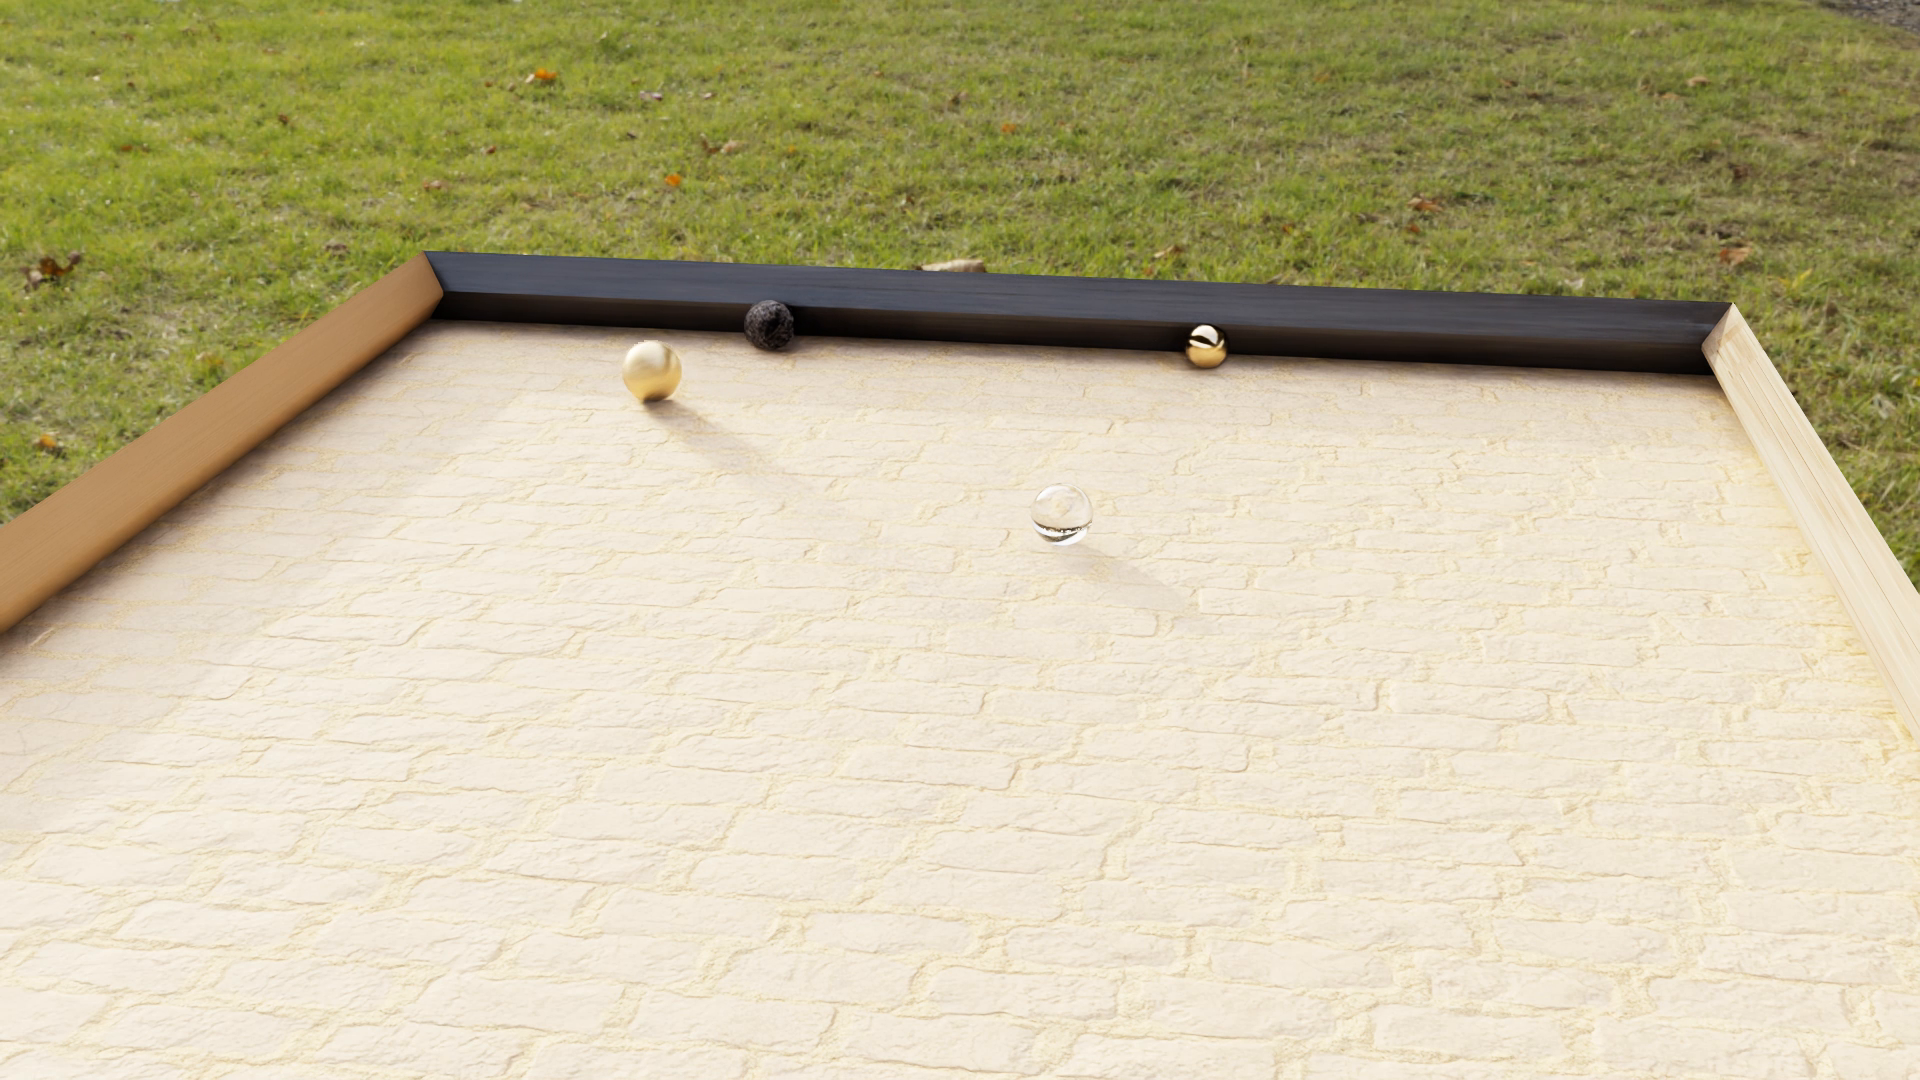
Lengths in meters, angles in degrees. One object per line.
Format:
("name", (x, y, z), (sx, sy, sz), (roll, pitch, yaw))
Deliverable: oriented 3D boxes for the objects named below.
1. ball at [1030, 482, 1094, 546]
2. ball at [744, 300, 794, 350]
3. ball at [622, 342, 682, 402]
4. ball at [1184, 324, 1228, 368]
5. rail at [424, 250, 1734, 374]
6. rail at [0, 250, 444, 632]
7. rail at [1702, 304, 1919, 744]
("ball", (0.118, -0.029, 2.541), (0.073, 0.073, 0.073), (0, 22, 0))
("ball", (-0.282, -0.319, 3.263), (0.073, 0.073, 0.073), (0, 22, 0))
("ball", (-0.425, -0.232, 3.033), (0.082, 0.082, 0.082), (0, 22, 0))
("ball", (0.356, -0.281, 3.182), (0.063, 0.063, 0.063), (0, 22, 0))
("rail", (0.131, -0.333, 3.250), (1.948, 0.107, 0.045), (3, 22, 8))
("rail", (-1.074, 0.255, 1.784), (0.045, 0.107, 3.536), (3, 22, 8))
("rail", (0.805, 0.362, 1.516), (0.045, 0.107, 3.536), (3, 22, 8))
